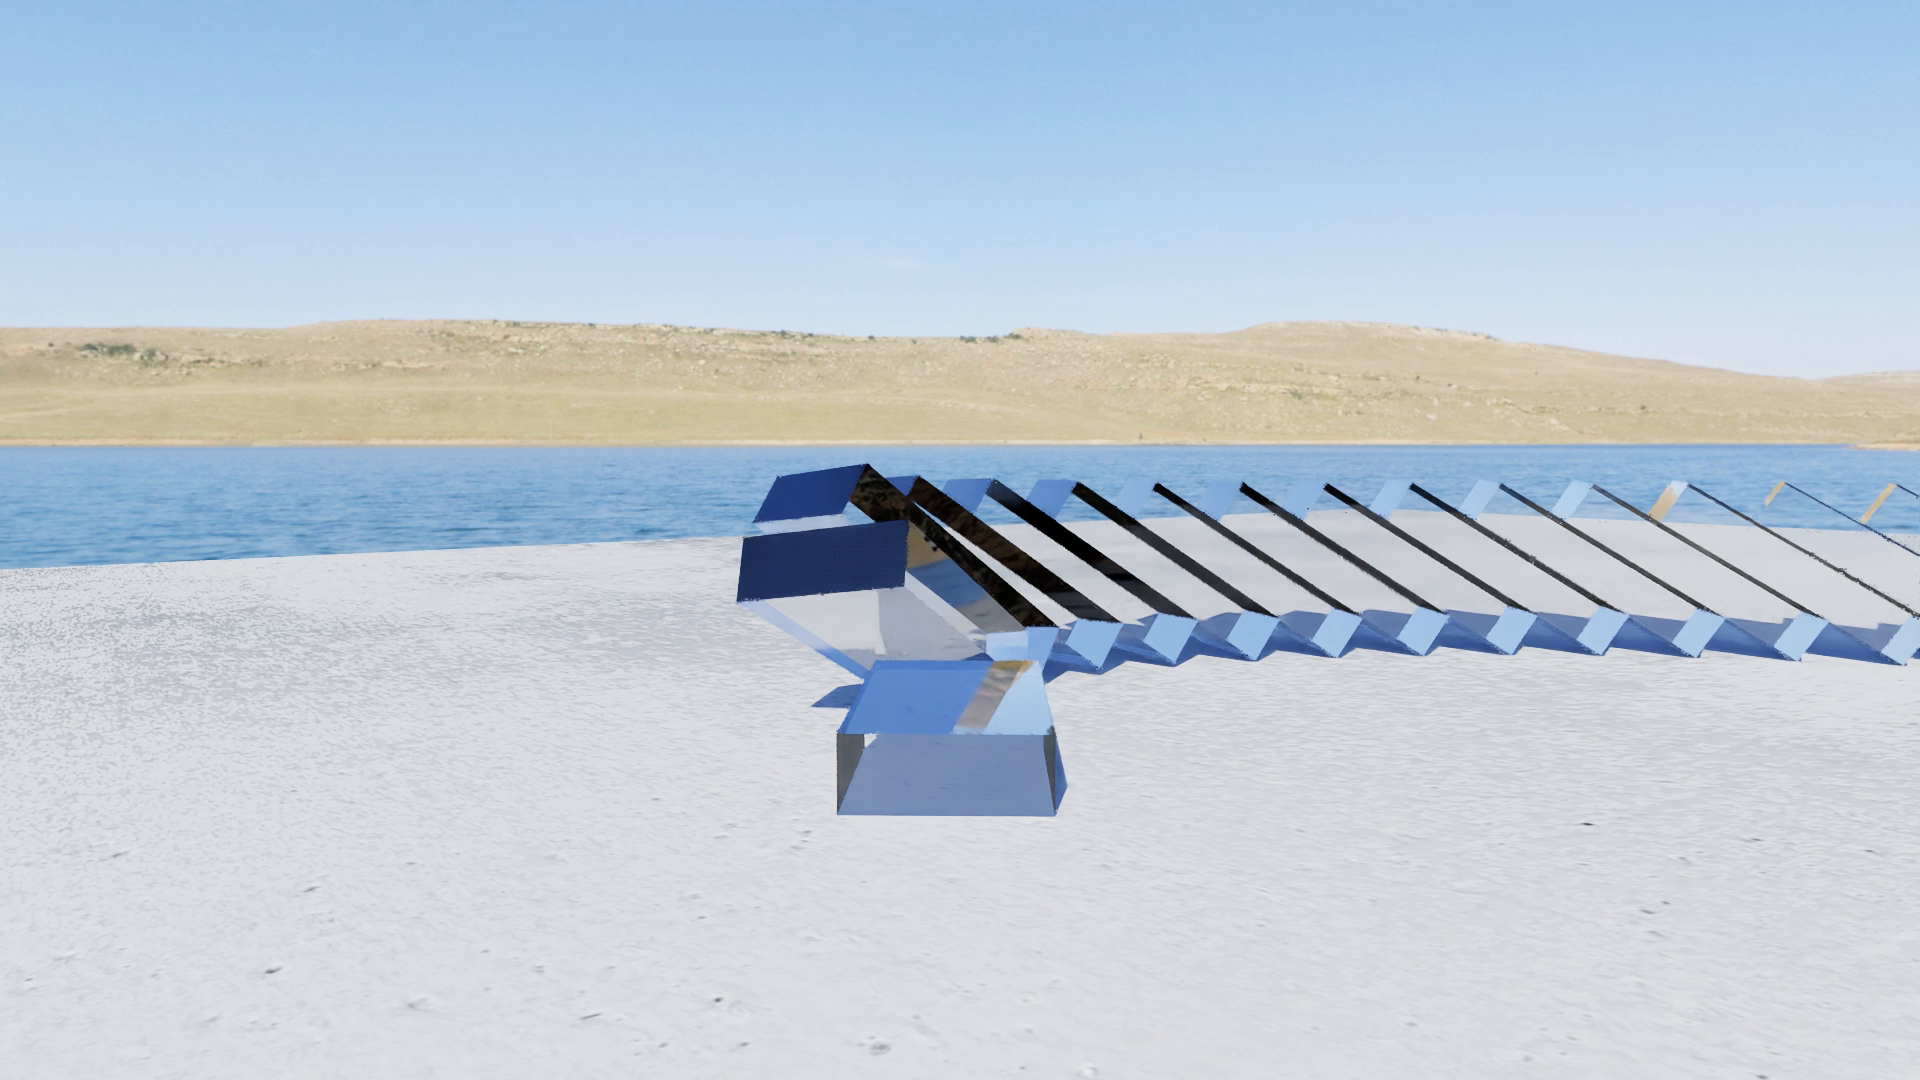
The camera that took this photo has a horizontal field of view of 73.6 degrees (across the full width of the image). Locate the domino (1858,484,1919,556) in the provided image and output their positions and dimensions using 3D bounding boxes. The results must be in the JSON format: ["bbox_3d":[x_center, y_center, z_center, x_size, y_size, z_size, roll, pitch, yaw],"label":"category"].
[{"bbox_3d":[0.203,0.007,0.249,0.050,0.009,0.025,38,22,26],"label":"domino"}]

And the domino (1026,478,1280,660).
[{"bbox_3d":[0.037,0.005,0.258,0.050,0.009,0.025,33,-5,-14],"label":"domino"}]

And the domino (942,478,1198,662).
[{"bbox_3d":[0.019,0.006,0.249,0.050,0.009,0.025,34,-9,-18],"label":"domino"}]

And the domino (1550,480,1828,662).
[{"bbox_3d":[0.150,0.005,0.267,0.050,0.009,0.025,34,13,12],"label":"domino"}]

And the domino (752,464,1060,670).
[{"bbox_3d":[-0.009,0.006,0.220,0.025,0.010,0.050,-4,-36,48],"label":"domino"}]

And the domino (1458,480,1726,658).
[{"bbox_3d":[0.131,0.005,0.270,0.050,0.010,0.025,33,10,8],"label":"domino"}]

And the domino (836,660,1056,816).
[{"bbox_3d":[-0.001,0.025,0.171,0.025,0.009,0.050,0,4,1],"label":"domino"}]

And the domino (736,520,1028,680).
[{"bbox_3d":[-0.010,0.012,0.194,0.025,0.009,0.050,-6,-23,20],"label":"domino"}]

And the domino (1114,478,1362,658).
[{"bbox_3d":[0.056,0.005,0.265,0.050,0.009,0.025,33,1,-7],"label":"domino"}]

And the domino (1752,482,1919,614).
[{"bbox_3d":[0.187,0.006,0.258,0.050,0.009,0.025,37,20,23],"label":"domino"}]

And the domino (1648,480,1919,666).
[{"bbox_3d":[0.169,0.005,0.264,0.050,0.009,0.025,35,16,17],"label":"domino"}]

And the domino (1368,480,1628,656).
[{"bbox_3d":[0.112,0.005,0.271,0.050,0.009,0.025,33,7,4],"label":"domino"}]

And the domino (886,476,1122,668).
[{"bbox_3d":[0.004,0.006,0.238,0.050,0.009,0.025,35,-15,-24],"label":"domino"}]

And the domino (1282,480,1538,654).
[{"bbox_3d":[0.093,0.005,0.271,0.050,0.009,0.025,32,5,0],"label":"domino"}]

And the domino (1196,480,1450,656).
[{"bbox_3d":[0.074,0.005,0.268,0.050,0.009,0.025,32,2,-5],"label":"domino"}]
